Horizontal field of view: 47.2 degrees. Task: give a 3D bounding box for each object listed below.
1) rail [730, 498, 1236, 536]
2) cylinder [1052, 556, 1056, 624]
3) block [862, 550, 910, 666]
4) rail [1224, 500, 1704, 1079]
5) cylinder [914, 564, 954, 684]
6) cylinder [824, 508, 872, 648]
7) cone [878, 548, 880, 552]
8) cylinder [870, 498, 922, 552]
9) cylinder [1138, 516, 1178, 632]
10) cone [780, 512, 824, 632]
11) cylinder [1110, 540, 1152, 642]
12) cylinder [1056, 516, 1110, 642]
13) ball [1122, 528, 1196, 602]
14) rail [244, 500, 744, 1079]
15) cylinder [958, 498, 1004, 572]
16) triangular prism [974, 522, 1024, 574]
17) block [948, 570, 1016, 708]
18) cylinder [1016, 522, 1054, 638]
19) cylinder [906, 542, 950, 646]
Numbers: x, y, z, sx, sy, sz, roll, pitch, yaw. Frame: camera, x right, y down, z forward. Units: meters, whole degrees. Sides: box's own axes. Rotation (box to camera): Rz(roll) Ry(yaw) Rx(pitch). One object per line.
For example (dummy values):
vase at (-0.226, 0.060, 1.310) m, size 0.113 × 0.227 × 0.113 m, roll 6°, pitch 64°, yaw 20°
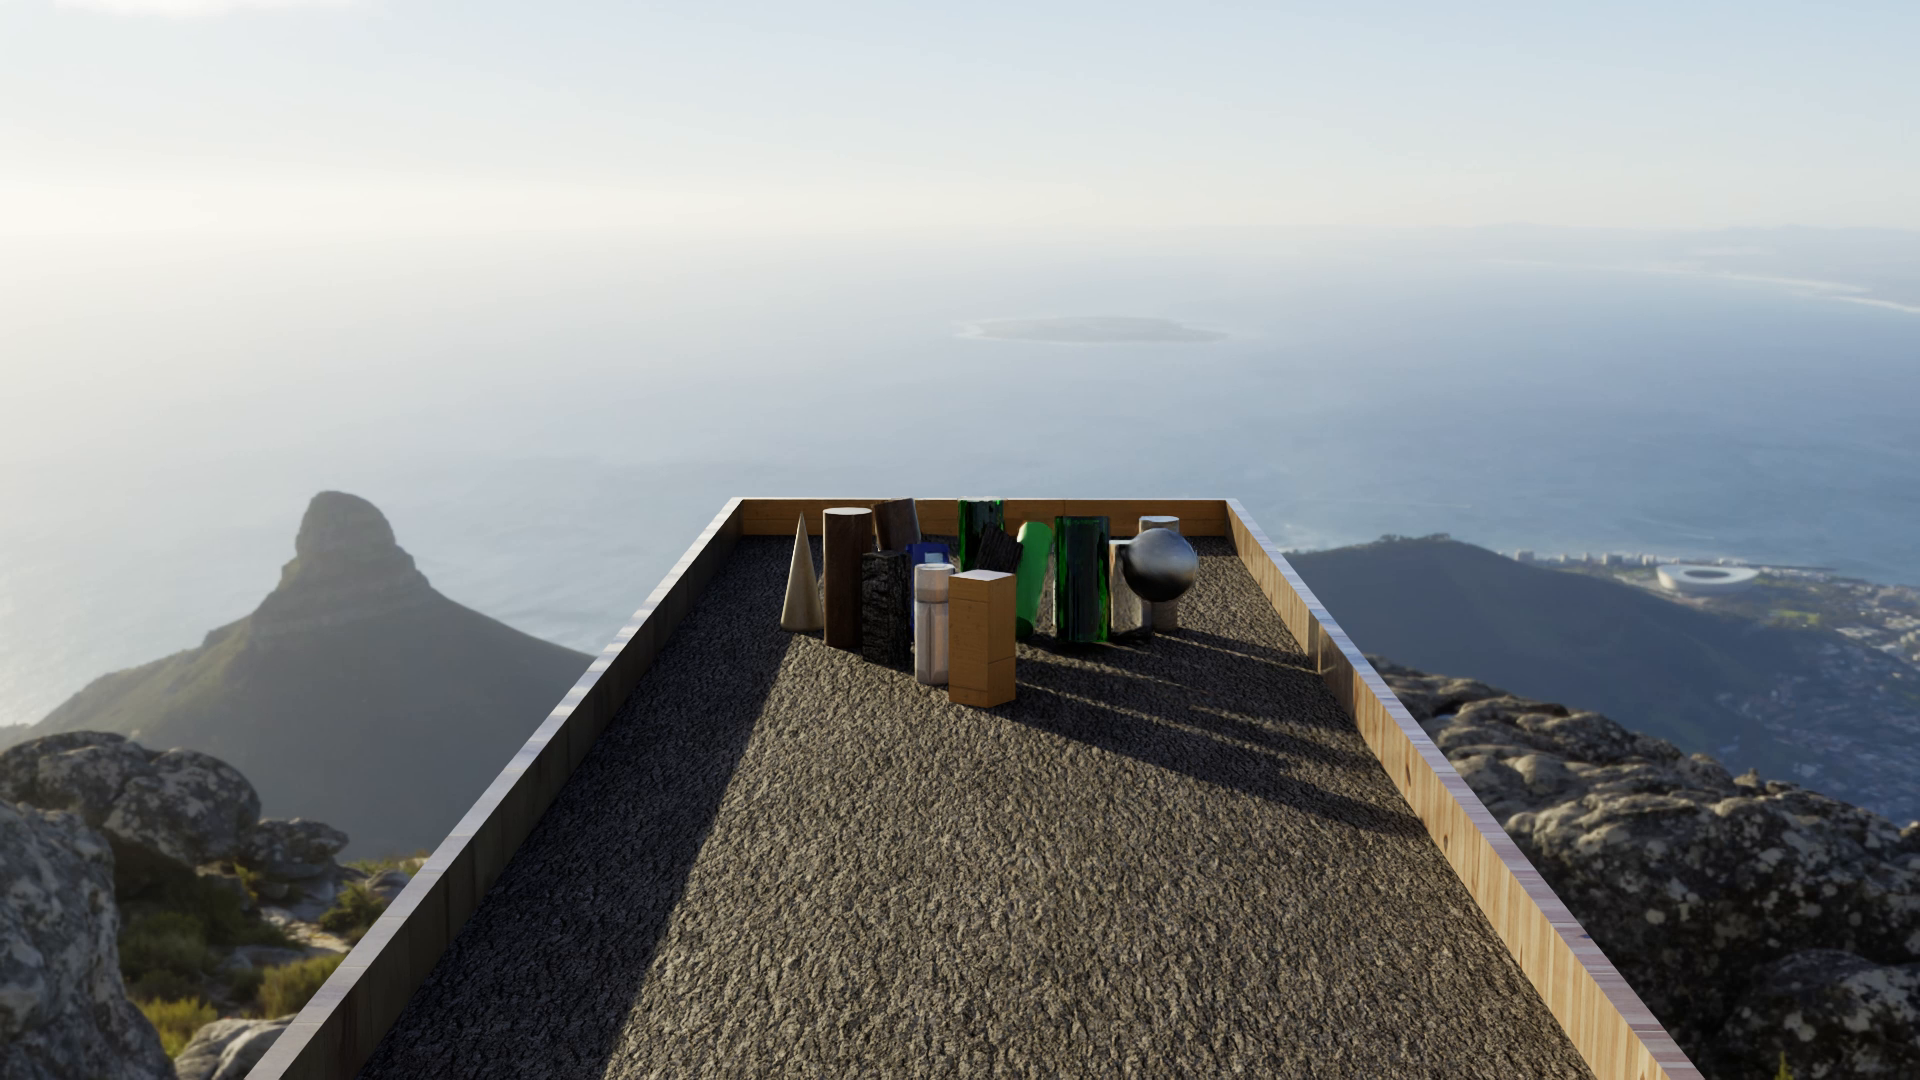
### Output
rail at (0.099, -0.098, 9.147) m, size 2.100 × 0.150 × 0.050 m, roll 0°, pitch 9°, yaw 1°
cylinder at (0.397, 0.108, 7.222) m, size 0.176 × 0.333 × 0.176 m, roll 2°, pitch 5°, yaw 0°
block at (-0.223, 0.204, 6.672) m, size 0.103 × 0.328 × 0.103 m, roll 8°, pitch 12°, yaw 40°
rail at (1.046, 0.843, 3.208) m, size 0.050 × 0.150 × 12.000 m, roll 0°, pitch 9°, yaw 1°
cylinder at (-0.074, 0.243, 6.400) m, size 0.116 × 0.337 × 0.116 m, roll 0°, pitch 9°, yaw 0°
cylinder at (-0.352, 0.118, 6.916) m, size 0.154 × 0.423 × 0.154 m, roll 0°, pitch 9°, yaw 0°
cone at (-0.244, 0.093, 7.194) m, size 0.130 × 0.384 × 0.130 m, roll 0°, pitch 9°, yaw 0°
cylinder at (-0.174, 0.091, 6.993) m, size 0.139 × 0.429 × 0.139 m, roll -11°, pitch -2°, yaw 0°
cylinder at (0.646, 0.108, 7.174) m, size 0.131 × 0.361 × 0.131 m, roll 0°, pitch 9°, yaw 0°
cone at (-0.515, 0.090, 7.178) m, size 0.151 × 0.395 × 0.151 m, roll 0°, pitch 9°, yaw 0°
cylinder at (0.528, 0.158, 7.000) m, size 0.165 × 0.306 × 0.165 m, roll -1°, pitch 5°, yaw 0°
cylinder at (0.385, 0.125, 6.885) m, size 0.171 × 0.392 × 0.171 m, roll 0°, pitch -3°, yaw 0°
ball at (0.618, 0.079, 6.816) m, size 0.231 × 0.231 × 0.231 m, roll 0°, pitch 9°, yaw 0°
rail at (-1.004, 0.839, 3.234) m, size 0.050 × 0.150 × 12.000 m, roll 0°, pitch 9°, yaw 1°
cylinder at (0.073, 0.071, 7.213) m, size 0.148 × 0.409 × 0.148 m, roll -1°, pitch 4°, yaw 0°
triangular prism at (0.065, 0.135, 6.937) m, size 0.151 × 0.131 × 0.402 m, roll -3°, pitch 48°, yaw 26°
block at (0.062, 0.273, 6.143) m, size 0.134 × 0.357 × 0.134 m, roll 7°, pitch 11°, yaw 36°
cylinder at (0.215, 0.126, 7.115) m, size 0.114 × 0.114 × 0.391 m, roll 2°, pitch 51°, yaw 15°
cylinder at (-0.099, 0.171, 6.859) m, size 0.139 × 0.307 × 0.139 m, roll -1°, pitch -9°, yaw 0°
